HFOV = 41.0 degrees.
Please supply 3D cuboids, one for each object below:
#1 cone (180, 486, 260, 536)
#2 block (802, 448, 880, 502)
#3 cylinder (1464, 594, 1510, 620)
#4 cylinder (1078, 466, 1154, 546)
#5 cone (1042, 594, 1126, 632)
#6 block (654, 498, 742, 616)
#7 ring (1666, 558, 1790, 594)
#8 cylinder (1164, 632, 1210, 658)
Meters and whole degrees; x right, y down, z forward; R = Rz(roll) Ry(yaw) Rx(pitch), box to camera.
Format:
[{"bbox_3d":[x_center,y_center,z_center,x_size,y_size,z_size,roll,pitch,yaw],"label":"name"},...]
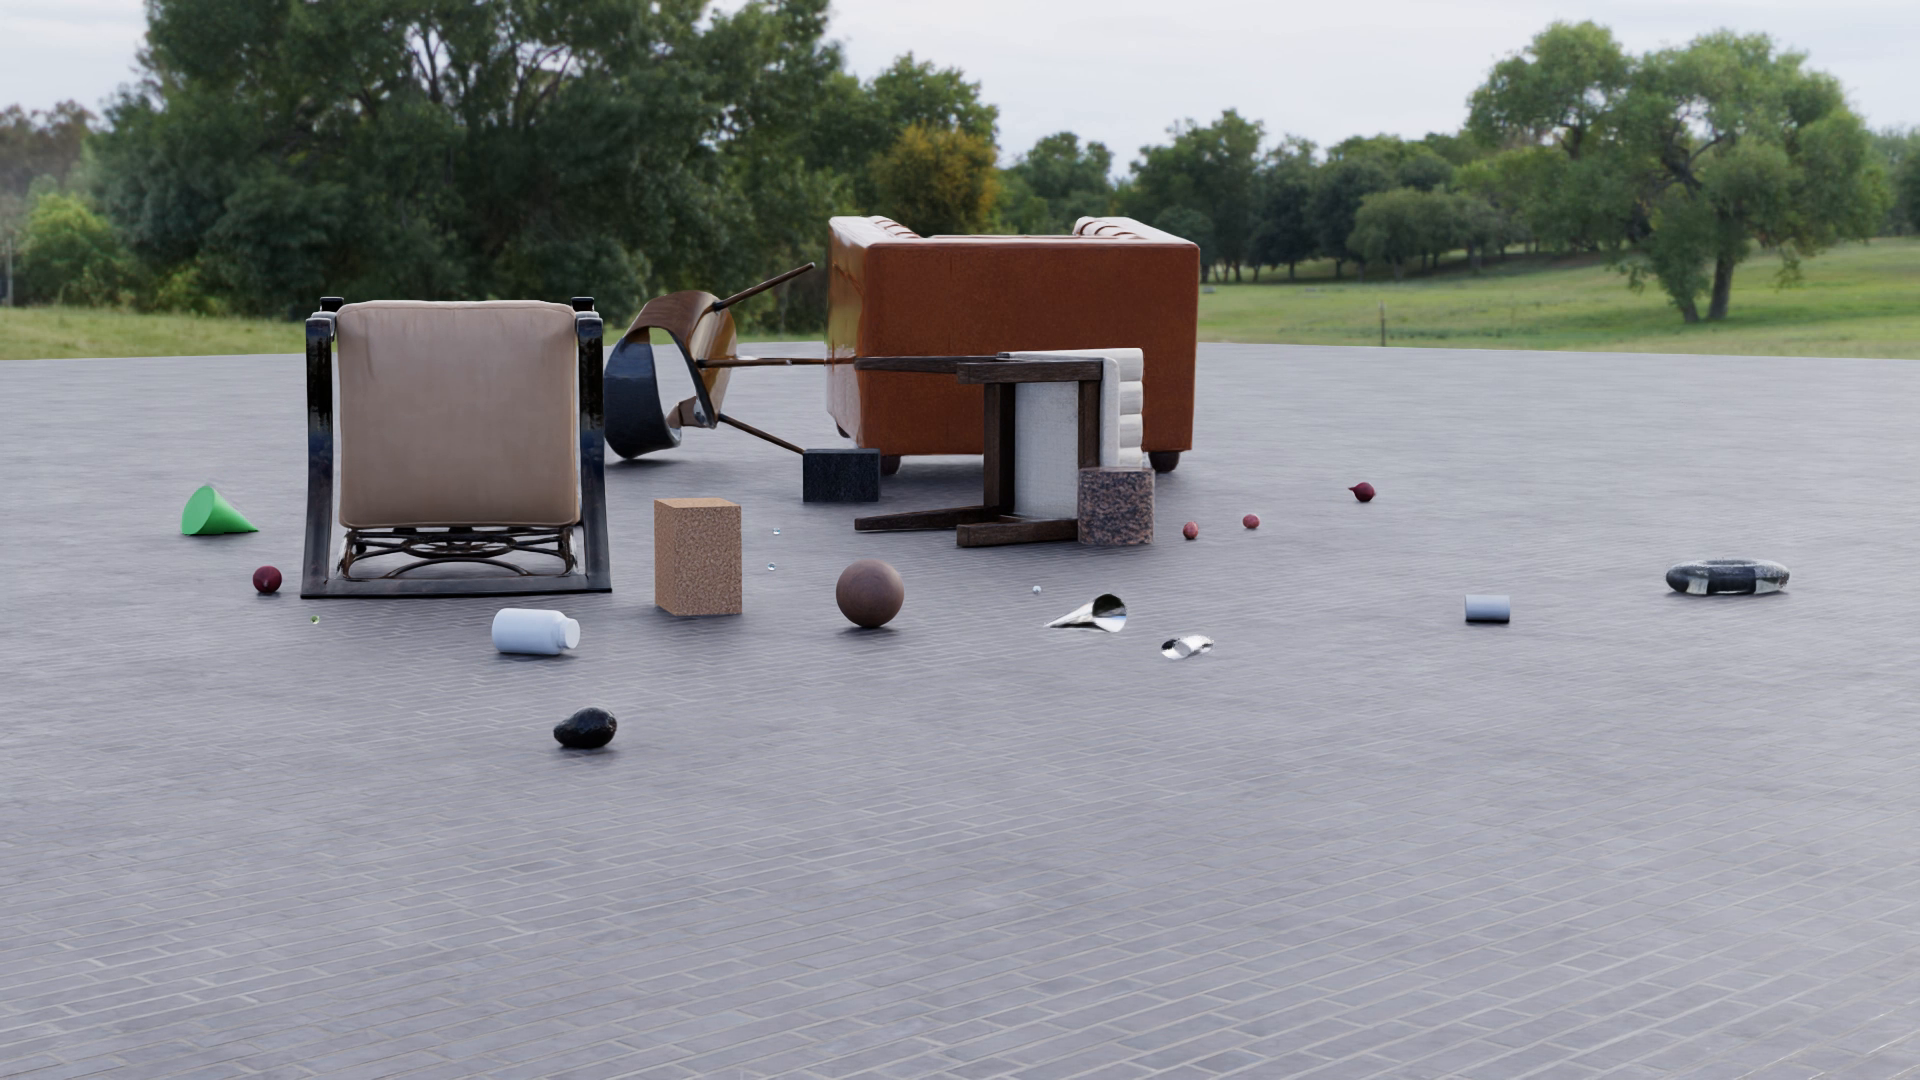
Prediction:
[{"bbox_3d":[-1.874,-0.049,6.578,0.174,0.131,0.197,22,-21,-35],"label":"cone"},{"bbox_3d":[-0.348,-0.193,7.586,0.220,0.142,0.197,0,6,1],"label":"block"},{"bbox_3d":[1.011,0.130,4.923,0.081,0.047,0.108,1,8,9],"label":"cylinder"},{"bbox_3d":[0.387,-0.085,6.357,0.190,0.181,0.178,0,6,-4],"label":"cylinder"},{"bbox_3d":[0.216,0.150,4.785,0.146,0.073,0.134,-13,-5,31],"label":"cone"},{"bbox_3d":[-0.520,0.031,5.085,0.132,0.211,0.203,-2,6,-18],"label":"block"},{"bbox_3d":[1.608,0.077,5.371,0.270,0.062,0.144,-2,7,-10],"label":"ring"},{"bbox_3d":[0.392,0.185,4.444,0.058,0.034,0.073,-16,-24,22],"label":"cylinder"}]
